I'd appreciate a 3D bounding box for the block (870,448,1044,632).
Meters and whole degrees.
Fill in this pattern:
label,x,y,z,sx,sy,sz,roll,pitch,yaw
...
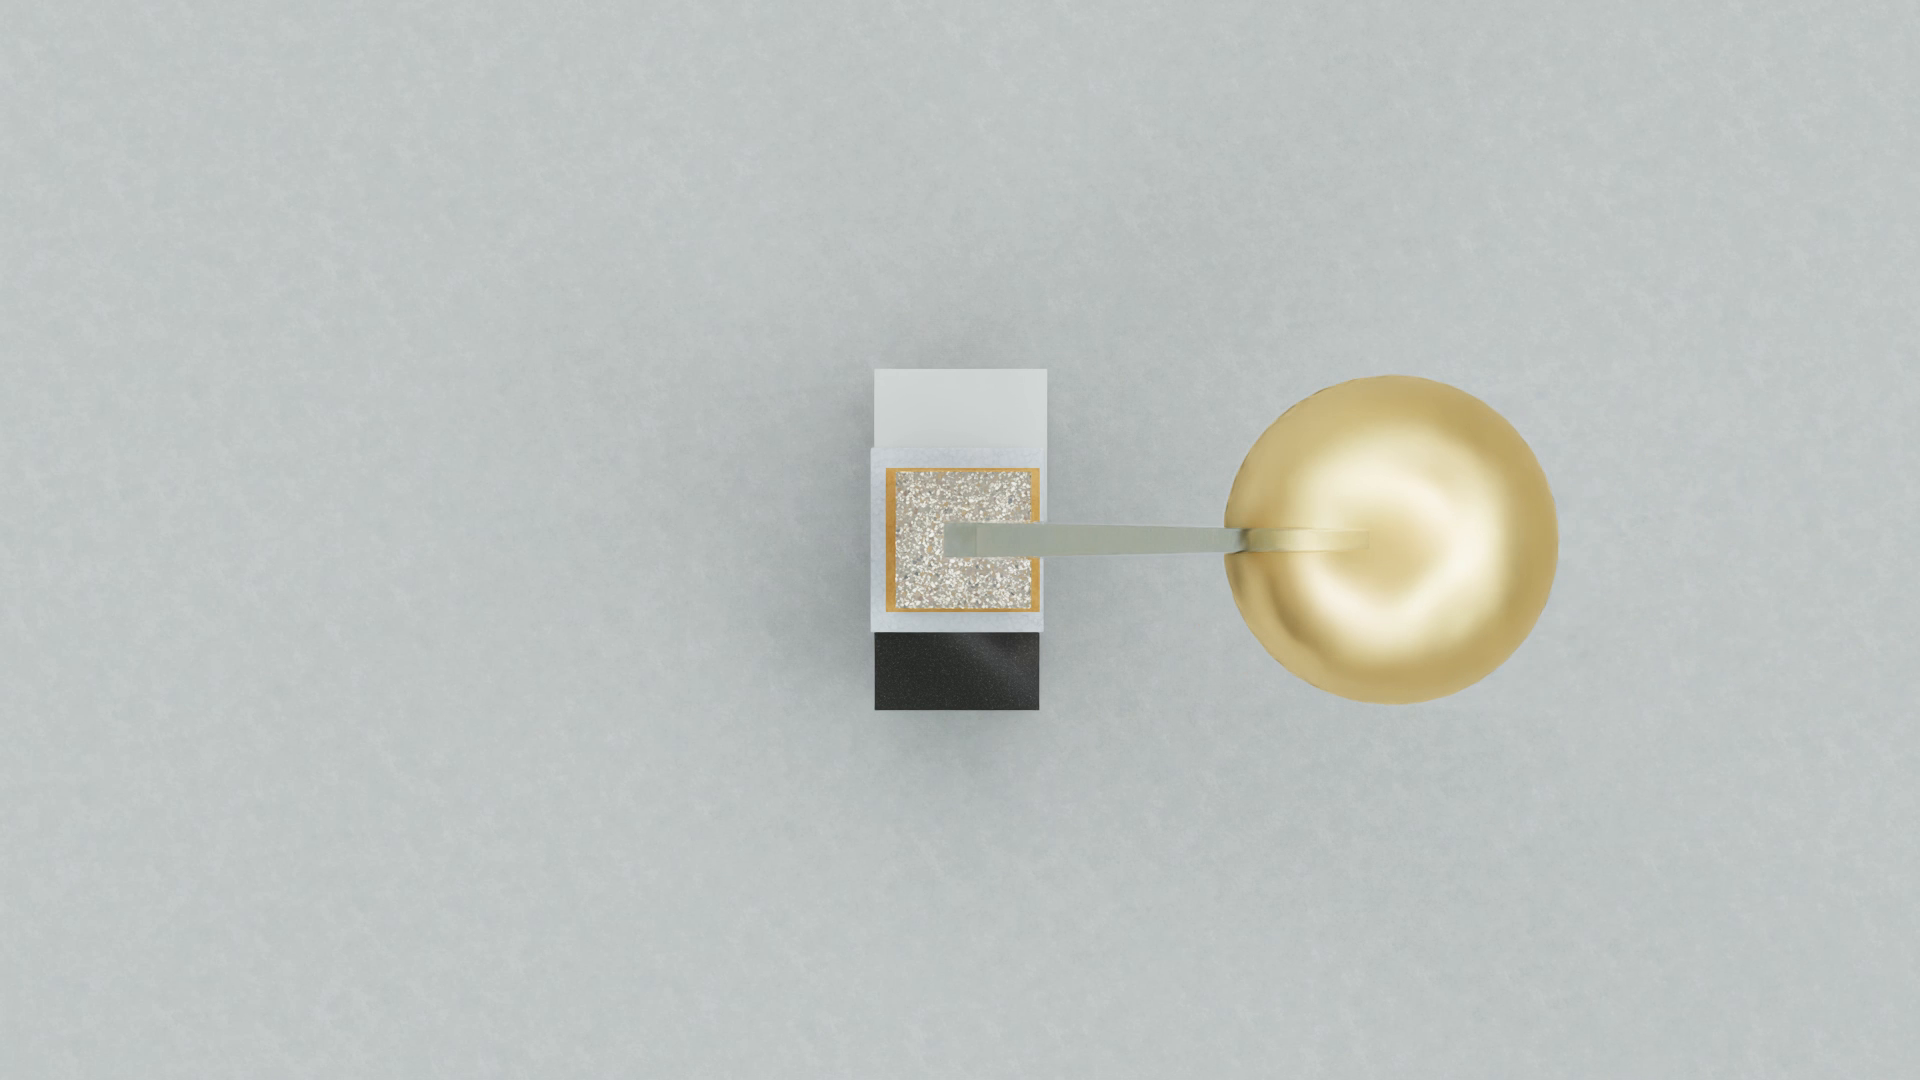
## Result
label,x,y,z,sx,sy,sz,roll,pitch,yaw
block,-0.014,0.000,11.498,0.863,1.014,0.920,0,90,0

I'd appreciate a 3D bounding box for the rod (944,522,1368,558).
label,x,y,z,sx,sy,sz,roll,pitch,yaw
rod,0.899,0.000,7.455,0.080,5.200,0.080,0,90,20

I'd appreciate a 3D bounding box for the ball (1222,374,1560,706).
label,x,y,z,sx,sy,sz,roll,pitch,yaw
ball,2.074,0.000,10.645,1.600,1.600,1.600,0,90,0

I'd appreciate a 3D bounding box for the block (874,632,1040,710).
label,x,y,z,sx,sy,sz,roll,pitch,yaw
block,-0.017,0.497,12.527,0.905,0.945,0.873,0,90,0

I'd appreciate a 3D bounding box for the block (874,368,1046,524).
label,x,y,z,sx,sy,sz,roll,pitch,yaw
block,0.004,-0.442,12.503,0.942,0.995,0.984,0,90,0

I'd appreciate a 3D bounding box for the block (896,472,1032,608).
label,x,y,z,sx,sy,sz,roll,pitch,yaw
block,0.015,0.000,10.018,0.597,0.653,0.603,0,90,0

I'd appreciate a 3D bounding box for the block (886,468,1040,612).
label,x,y,z,sx,sy,sz,roll,pitch,yaw
block,0.013,0.000,10.668,0.724,0.646,0.678,0,90,0
